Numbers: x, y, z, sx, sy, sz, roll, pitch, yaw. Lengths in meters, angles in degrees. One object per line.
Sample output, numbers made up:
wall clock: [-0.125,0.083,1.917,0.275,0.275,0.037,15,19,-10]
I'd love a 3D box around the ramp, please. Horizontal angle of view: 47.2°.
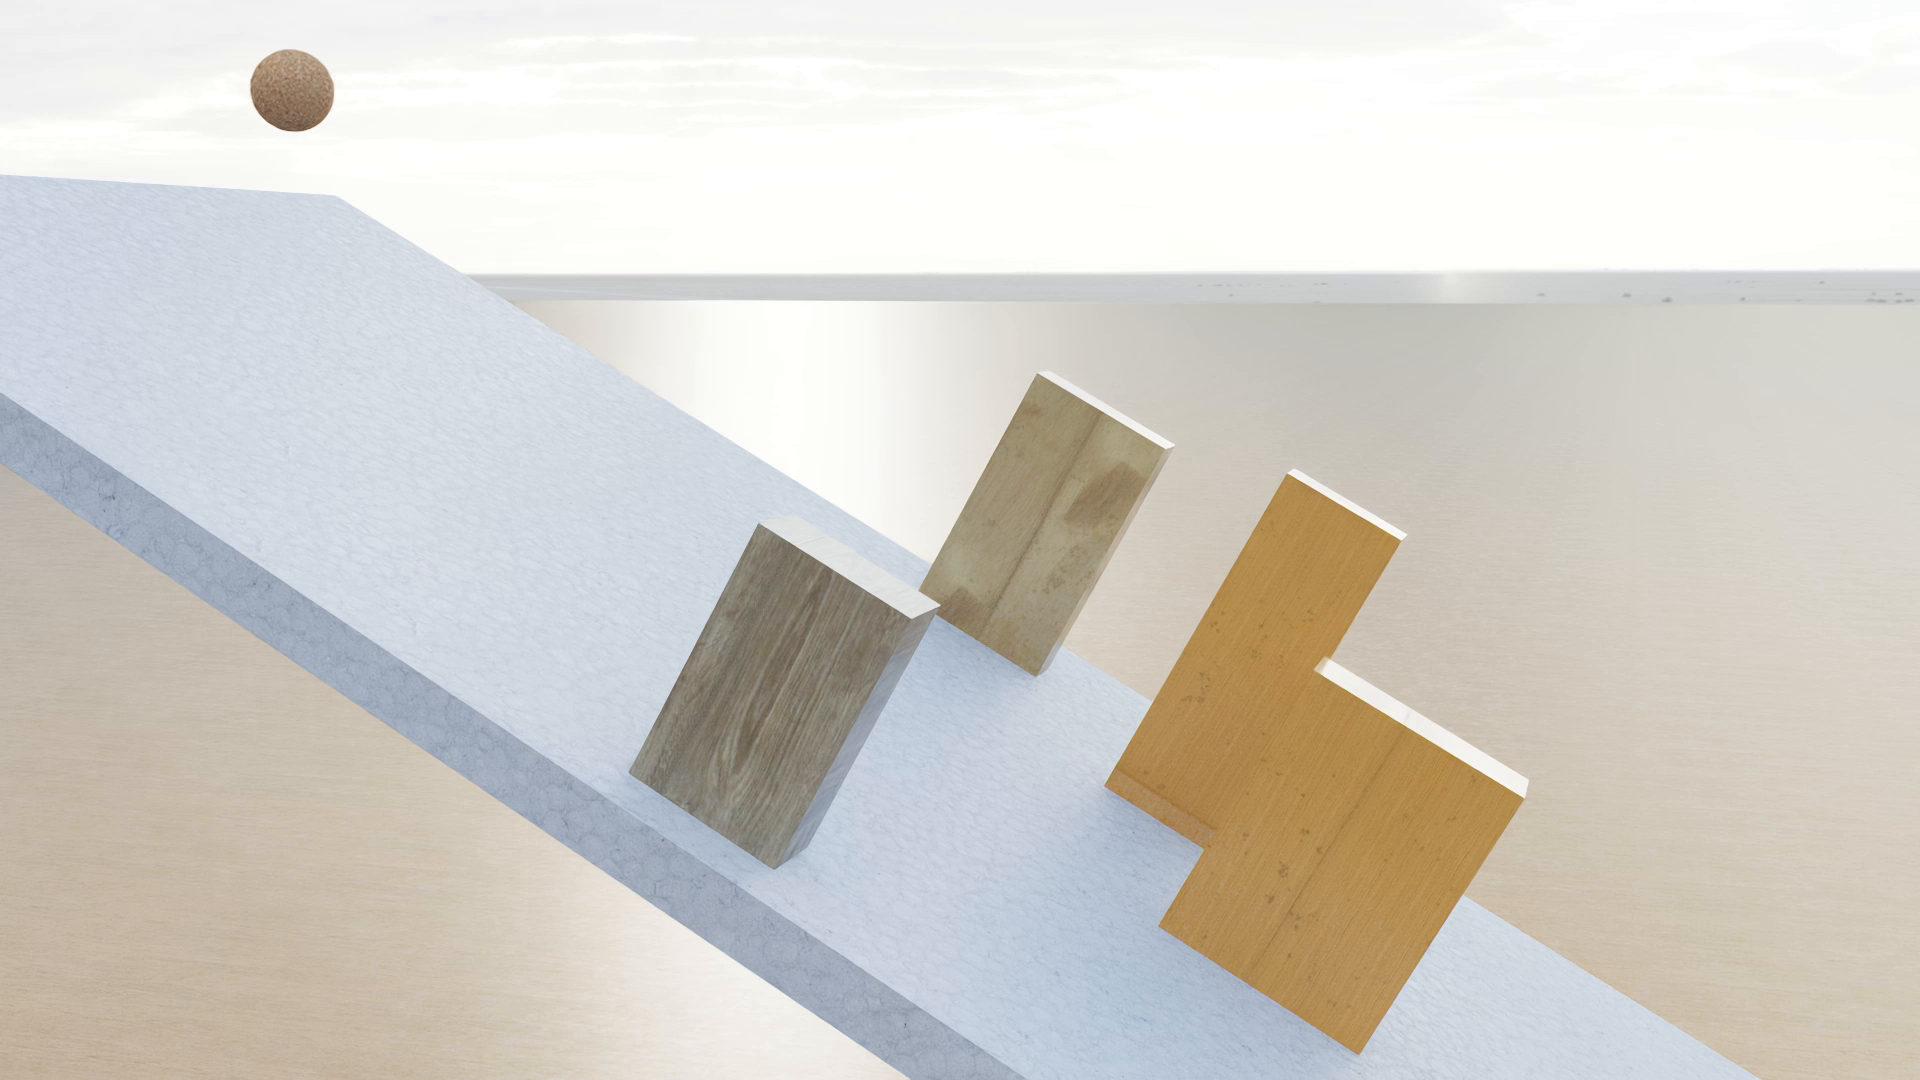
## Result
ramp: [-0.199,0.328,4.135,4.000,0.100,2.000,32,15,11]

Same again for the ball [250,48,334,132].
ball: [-1.301,-0.876,4.287,0.159,0.159,0.159,0,7,0]

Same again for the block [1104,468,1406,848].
block: [0.565,0.236,4.242,0.246,0.716,0.097,32,15,11]

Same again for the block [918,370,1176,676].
block: [0.178,-0.035,4.740,0.319,0.571,0.102,32,15,11]

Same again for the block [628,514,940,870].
block: [-0.263,0.223,3.278,0.267,0.440,0.137,32,15,11]

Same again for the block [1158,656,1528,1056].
block: [0.650,0.535,3.749,0.398,0.529,0.136,32,15,11]
